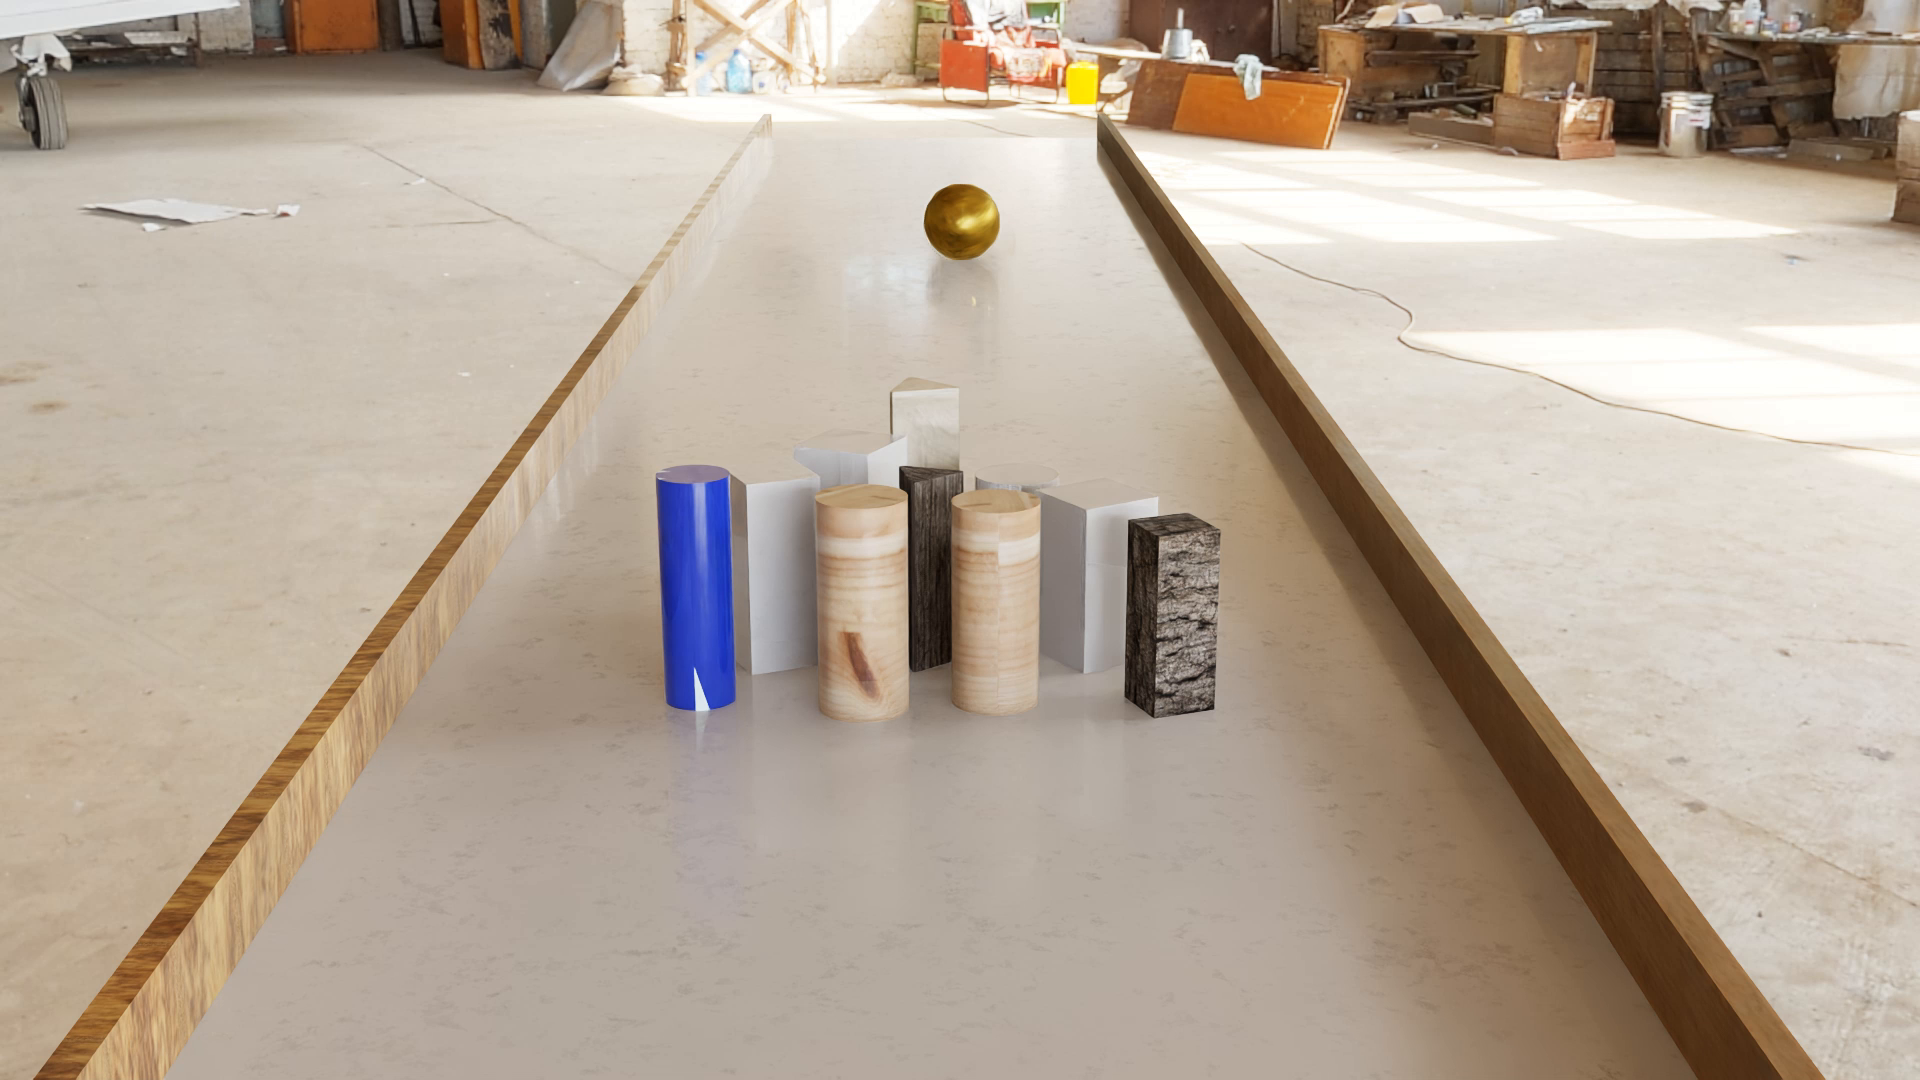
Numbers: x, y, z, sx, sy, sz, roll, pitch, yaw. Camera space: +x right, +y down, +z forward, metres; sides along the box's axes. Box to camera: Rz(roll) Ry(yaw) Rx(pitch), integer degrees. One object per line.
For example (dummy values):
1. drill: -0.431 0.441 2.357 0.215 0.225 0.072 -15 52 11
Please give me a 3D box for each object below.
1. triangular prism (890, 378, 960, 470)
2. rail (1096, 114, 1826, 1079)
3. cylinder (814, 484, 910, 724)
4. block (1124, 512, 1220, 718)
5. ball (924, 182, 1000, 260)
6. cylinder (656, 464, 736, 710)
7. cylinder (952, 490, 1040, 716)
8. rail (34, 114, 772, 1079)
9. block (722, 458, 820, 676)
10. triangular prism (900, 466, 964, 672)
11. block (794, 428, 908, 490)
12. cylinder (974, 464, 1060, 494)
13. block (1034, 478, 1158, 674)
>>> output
1. triangular prism: -0.093 -0.134 4.907 0.156 0.440 0.135 -5 17 -15
2. rail: 0.932 -0.844 7.801 0.050 0.150 12.000 0 17 -1
3. cylinder: -0.181 0.117 4.107 0.172 0.413 0.172 0 17 0
4. block: 0.398 0.141 4.134 0.127 0.353 0.127 -7 18 -21
5. ball: 0.008 -1.317 9.099 0.317 0.317 0.317 0 17 0
6. cylinder: -0.496 0.090 4.147 0.137 0.443 0.137 0 17 0
7. cylinder: 0.067 0.116 4.144 0.167 0.394 0.167 0 17 0
8. rail: -1.118 -0.838 7.780 0.050 0.150 12.000 0 17 -1
9. block: -0.372 0.052 4.372 0.151 0.388 0.151 -7 18 -23
10. triangular prism: -0.080 0.051 4.375 0.132 0.388 0.114 -14 22 -40
11. block: -0.228 -0.025 4.647 0.175 0.379 0.175 8 18 25
12. cylinder: 0.119 0.011 4.643 0.177 0.312 0.177 0 17 0
13. block: 0.270 0.069 4.406 0.174 0.336 0.174 -10 20 -31
